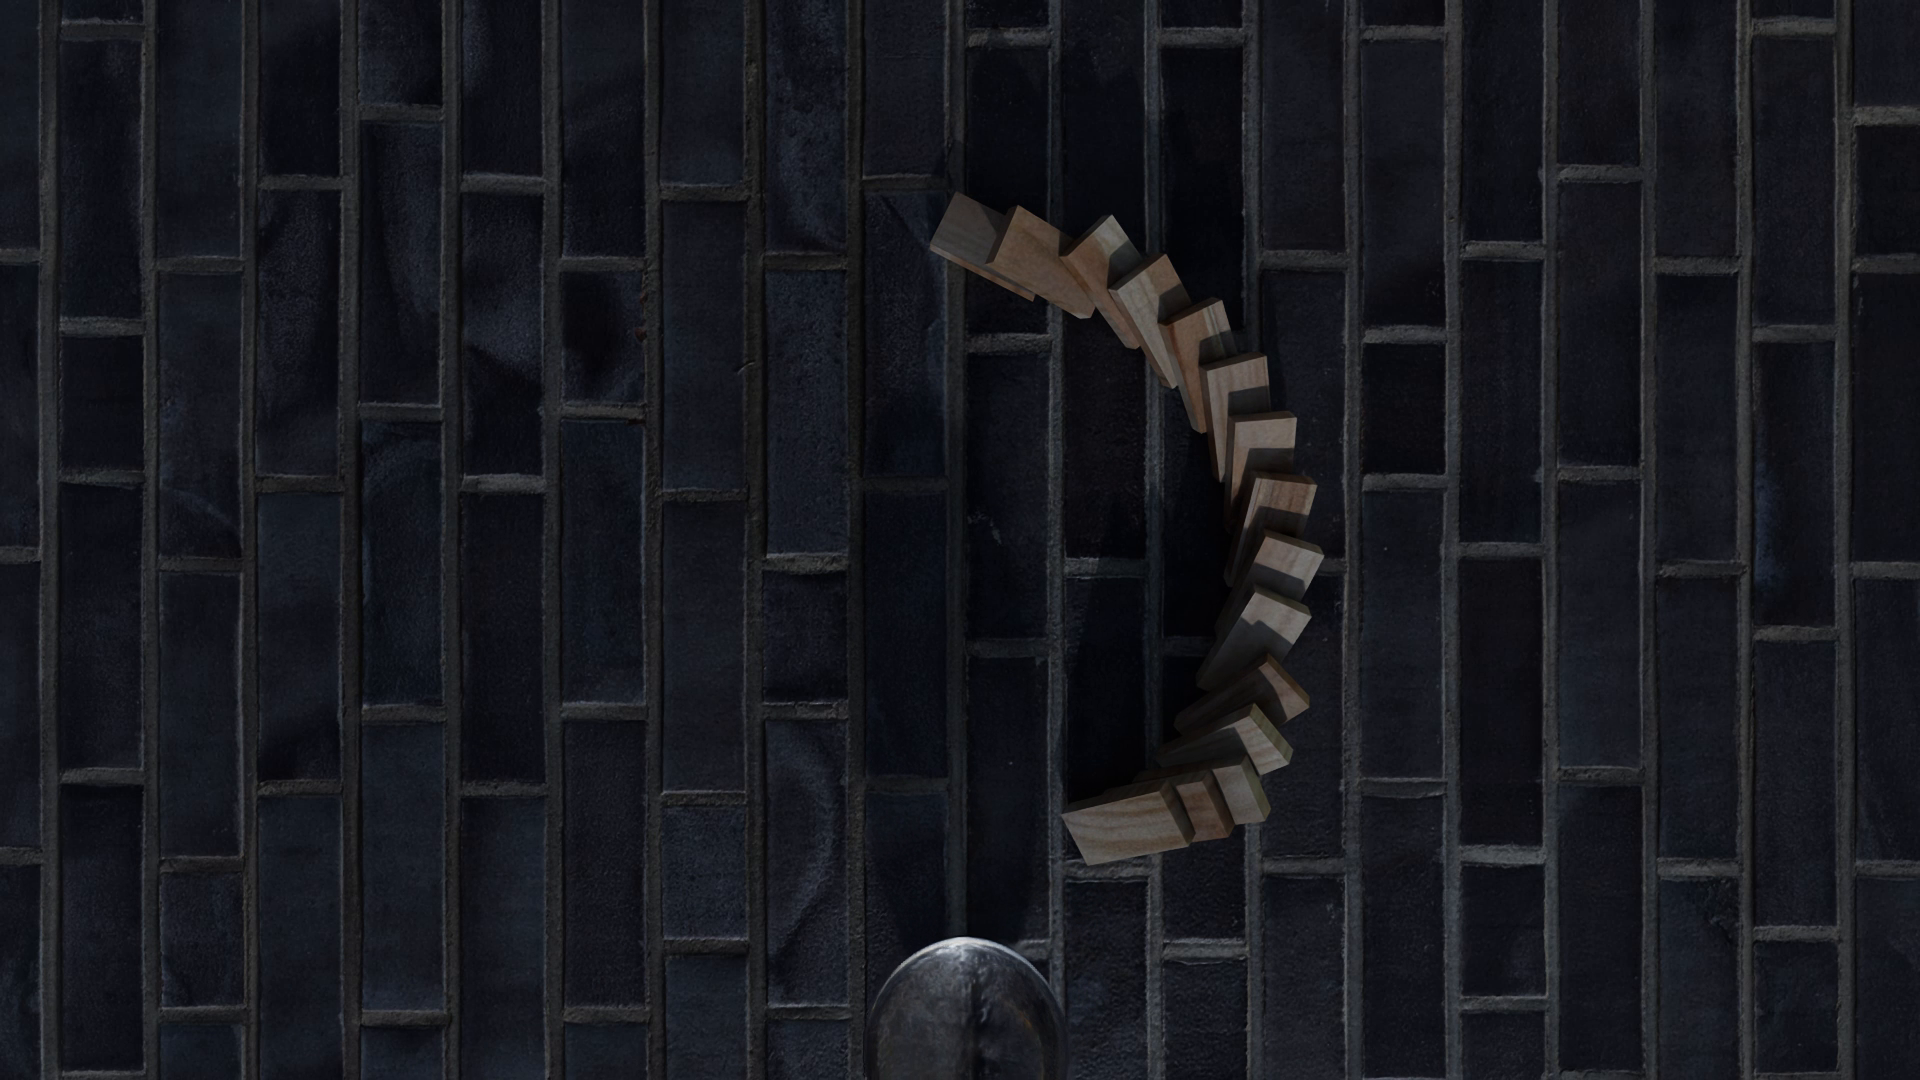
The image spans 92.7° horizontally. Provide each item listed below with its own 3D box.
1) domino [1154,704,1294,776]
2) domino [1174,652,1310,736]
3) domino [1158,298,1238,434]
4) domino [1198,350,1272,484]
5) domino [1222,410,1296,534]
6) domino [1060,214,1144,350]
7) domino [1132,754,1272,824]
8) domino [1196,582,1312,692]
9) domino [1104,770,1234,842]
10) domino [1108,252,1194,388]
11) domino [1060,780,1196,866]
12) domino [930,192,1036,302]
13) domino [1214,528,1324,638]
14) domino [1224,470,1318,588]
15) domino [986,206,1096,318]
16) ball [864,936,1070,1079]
[{"bbox_3d":[0.109,0.089,0.380,0.025,0.010,0.050,50,128,-2],"label":"domino"},{"bbox_3d":[0.117,0.072,0.384,0.025,0.009,0.050,47,117,0],"label":"domino"},{"bbox_3d":[0.104,-0.073,0.385,0.025,0.009,0.050,-25,114,0],"label":"domino"},{"bbox_3d":[0.117,-0.051,0.385,0.025,0.009,0.050,-14,115,0],"label":"domino"},{"bbox_3d":[0.125,-0.028,0.385,0.025,0.009,0.050,-5,115,0],"label":"domino"},{"bbox_3d":[0.067,-0.108,0.386,0.025,0.010,0.050,-43,112,0],"label":"domino"},{"bbox_3d":[0.099,0.106,0.381,0.050,0.009,0.025,-22,95,37],"label":"domino"},{"bbox_3d":[0.122,0.045,0.385,0.025,0.010,0.050,24,115,0],"label":"domino"},{"bbox_3d":[0.085,0.113,0.381,0.050,0.010,0.025,-24,93,37],"label":"domino"},{"bbox_3d":[0.086,-0.092,0.385,0.025,0.010,0.050,-37,114,0],"label":"domino"},{"bbox_3d":[0.069,0.118,0.381,0.050,0.009,0.025,-27,91,37],"label":"domino"},{"bbox_3d":[0.015,-0.126,0.395,0.050,0.009,0.025,27,90,0],"label":"domino"},{"bbox_3d":[0.129,0.022,0.385,0.025,0.010,0.050,18,115,0],"label":"domino"},{"bbox_3d":[0.130,-0.003,0.385,0.025,0.010,0.050,7,115,0],"label":"domino"},{"bbox_3d":[0.038,-0.116,0.385,0.050,0.009,0.025,23,92,-24],"label":"domino"},{"bbox_3d":[0.003,0.199,0.360,0.080,0.080,0.080,0,90,0],"label":"ball"}]
